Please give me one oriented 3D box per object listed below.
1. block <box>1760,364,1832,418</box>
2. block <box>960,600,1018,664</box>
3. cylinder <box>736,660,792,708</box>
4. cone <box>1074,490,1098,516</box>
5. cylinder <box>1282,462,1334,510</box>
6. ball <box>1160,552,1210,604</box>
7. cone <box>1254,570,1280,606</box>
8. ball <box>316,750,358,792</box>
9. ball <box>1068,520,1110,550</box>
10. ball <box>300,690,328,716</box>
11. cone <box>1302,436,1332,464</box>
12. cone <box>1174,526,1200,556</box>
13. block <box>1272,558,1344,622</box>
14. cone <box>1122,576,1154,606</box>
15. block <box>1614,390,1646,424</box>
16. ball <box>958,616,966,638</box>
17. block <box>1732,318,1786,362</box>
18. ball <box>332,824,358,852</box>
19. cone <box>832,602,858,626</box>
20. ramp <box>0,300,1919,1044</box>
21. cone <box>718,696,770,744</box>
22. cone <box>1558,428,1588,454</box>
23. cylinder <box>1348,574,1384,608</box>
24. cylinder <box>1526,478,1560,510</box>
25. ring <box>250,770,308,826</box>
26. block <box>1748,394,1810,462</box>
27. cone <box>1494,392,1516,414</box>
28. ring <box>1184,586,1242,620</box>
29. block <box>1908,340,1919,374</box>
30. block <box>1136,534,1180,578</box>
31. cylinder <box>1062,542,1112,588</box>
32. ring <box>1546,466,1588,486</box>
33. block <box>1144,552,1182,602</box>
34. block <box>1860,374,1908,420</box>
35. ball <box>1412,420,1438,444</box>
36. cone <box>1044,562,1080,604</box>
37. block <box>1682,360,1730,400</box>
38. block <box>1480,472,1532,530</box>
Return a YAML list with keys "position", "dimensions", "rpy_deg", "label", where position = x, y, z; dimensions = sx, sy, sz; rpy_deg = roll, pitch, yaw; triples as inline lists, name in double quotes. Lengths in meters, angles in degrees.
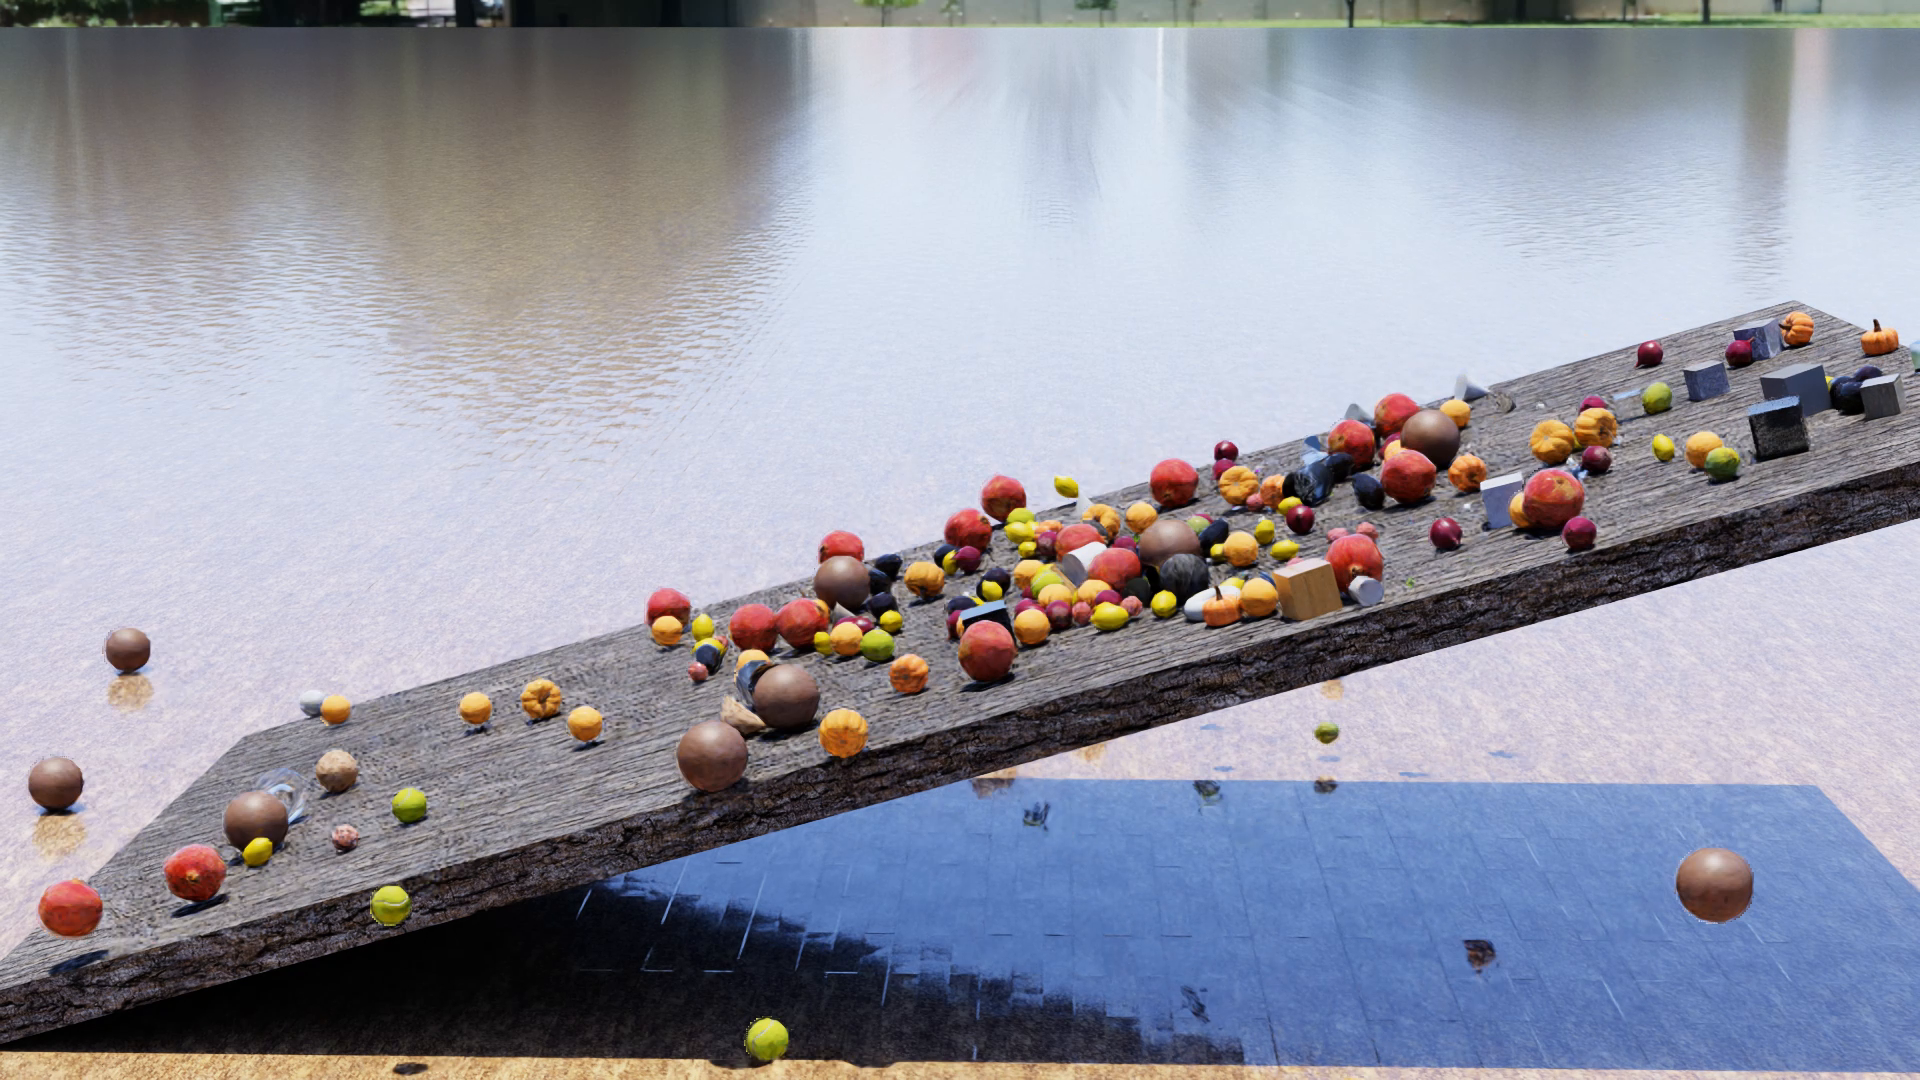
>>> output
- position: [1.662, -0.293, 5.847]
  dimensions: [0.089, 0.089, 0.089]
  rpy_deg: [-19, 10, -15]
  label: "block"
- position: [0.057, 0.181, 5.845]
  dimensions: [0.091, 0.091, 0.091]
  rpy_deg: [-17, 10, -1]
  label: "block"
- position: [-0.399, 0.291, 5.980]
  dimensions: [0.090, 0.090, 0.090]
  rpy_deg: [-4, 4, -20]
  label: "cylinder"
- position: [0.297, -0.096, 7.096]
  dimensions: [0.059, 0.059, 0.059]
  rpy_deg: [-16, 10, 3]
  label: "cone"
- position: [0.756, -0.118, 6.389]
  dimensions: [0.081, 0.081, 0.081]
  rpy_deg: [8, 24, 35]
  label: "cylinder"
- position: [0.441, 0.075, 5.761]
  dimensions: [0.099, 0.099, 0.099]
  rpy_deg: [0, 11, 0]
  label: "ball"
- position: [0.601, 0.099, 5.576]
  dimensions: [0.073, 0.073, 0.073]
  rpy_deg: [11, 12, 5]
  label: "cone"
- position: [-1.353, 0.502, 6.387]
  dimensions: [0.090, 0.090, 0.090]
  rpy_deg: [0, 11, 0]
  label: "ball"
- position: [0.284, 0.000, 6.489]
  dimensions: [0.090, 0.090, 0.090]
  rpy_deg: [0, 11, 0]
  label: "ball"
- position: [-1.632, 0.412, 7.421]
  dimensions: [0.068, 0.068, 0.068]
  rpy_deg: [0, 11, 0]
  label: "ball"
- position: [0.846, -0.205, 6.884]
  dimensions: [0.067, 0.067, 0.067]
  rpy_deg: [9, 4, -32]
  label: "cone"
- position: [0.466, 0.003, 6.224]
  dimensions: [0.071, 0.071, 0.071]
  rpy_deg: [-16, 10, 3]
  label: "cone"
- position: [0.637, 0.091, 5.395]
  dimensions: [0.087, 0.087, 0.087]
  rpy_deg: [-18, 10, -11]
  label: "block"
- position: [0.371, 0.113, 5.890]
  dimensions: [0.065, 0.065, 0.065]
  rpy_deg: [10, -12, 44]
  label: "cone"
- position: [1.433, -0.286, 6.294]
  dimensions: [0.053, 0.053, 0.053]
  rpy_deg: [-14, 10, 13]
  label: "block"
- position: [0.026, 0.171, 6.031]
  dimensions: [0.063, 0.063, 0.063]
  rpy_deg: [0, 11, 0]
  label: "ball"
- position: [1.779, -0.445, 6.549]
  dimensions: [0.074, 0.074, 0.074]
  rpy_deg: [-7, 13, 43]
  label: "block"
- position: [-1.210, 0.586, 5.789]
  dimensions: [0.051, 0.051, 0.051]
  rpy_deg: [0, 11, 0]
  label: "ball"
- position: [-0.254, 0.172, 6.607]
  dimensions: [0.056, 0.056, 0.056]
  rpy_deg: [9, 10, -7]
  label: "cone"
- position: [0.089, 0.188, 6.322]
  dimensions: [4.000, 0.100, 2.000]
  rpy_deg: [-16, 10, 5]
  label: "ramp"
- position: [-0.414, 0.358, 5.748]
  dimensions: [0.095, 0.095, 0.095]
  rpy_deg: [8, 11, 6]
  label: "cone"
- position: [1.282, -0.196, 6.121]
  dimensions: [0.057, 0.057, 0.057]
  rpy_deg: [19, 18, 26]
  label: "cone"
- position: [0.736, 0.092, 5.330]
  dimensions: [0.050, 0.050, 0.050]
  rpy_deg: [-2, 12, -12]
  label: "cylinder"
- position: [1.126, -0.089, 5.691]
  dimensions: [0.054, 0.054, 0.054]
  rpy_deg: [-1, 10, -4]
  label: "cylinder"
- position: [-1.434, 0.543, 6.193]
  dimensions: [0.131, 0.131, 0.044]
  rpy_deg: [-9, 25, -40]
  label: "ring"
- position: [1.550, -0.211, 5.563]
  dimensions: [0.092, 0.092, 0.092]
  rpy_deg: [-13, 10, 21]
  label: "block"
- position: [1.274, -0.314, 6.806]
  dimensions: [0.050, 0.050, 0.050]
  rpy_deg: [11, 1, -42]
  label: "cone"
- position: [0.484, 0.121, 5.625]
  dimensions: [0.116, 0.039, 0.116]
  rpy_deg: [-19, 12, 4]
  label: "ring"
- position: [1.953, -0.374, 5.903]
  dimensions: [0.061, 0.061, 0.061]
  rpy_deg: [-24, 13, -39]
  label: "block"
- position: [0.418, 0.033, 6.152]
  dimensions: [0.066, 0.066, 0.066]
  rpy_deg: [-10, 12, 34]
  label: "block"
- position: [0.270, 0.052, 6.250]
  dimensions: [0.078, 0.078, 0.078]
  rpy_deg: [-23, 23, -35]
  label: "cylinder"
- position: [1.208, -0.128, 5.856]
  dimensions: [0.083, 0.028, 0.083]
  rpy_deg: [-15, 10, 3]
  label: "ring"
- position: [0.426, 0.074, 5.875]
  dimensions: [0.075, 0.075, 0.075]
  rpy_deg: [-20, 10, -20]
  label: "block"
- position: [1.769, -0.275, 5.636]
  dimensions: [0.065, 0.065, 0.065]
  rpy_deg: [-11, 11, 31]
  label: "block"
- position: [1.055, -0.247, 6.684]
  dimensions: [0.056, 0.056, 0.056]
  rpy_deg: [0, 11, 0]
  label: "ball"
- position: [0.205, 0.083, 6.185]
  dimensions: [0.079, 0.079, 0.079]
  rpy_deg: [-16, 10, 3]
  label: "cone"
- position: [1.598, -0.342, 6.294]
  dimensions: [0.066, 0.066, 0.066]
  rpy_deg: [-18, 10, -7]
  label: "block"
- position: [1.052, -0.076, 5.664]
  dimensions: [0.080, 0.080, 0.080]
  rpy_deg: [-14, 10, 12]
  label: "block"
